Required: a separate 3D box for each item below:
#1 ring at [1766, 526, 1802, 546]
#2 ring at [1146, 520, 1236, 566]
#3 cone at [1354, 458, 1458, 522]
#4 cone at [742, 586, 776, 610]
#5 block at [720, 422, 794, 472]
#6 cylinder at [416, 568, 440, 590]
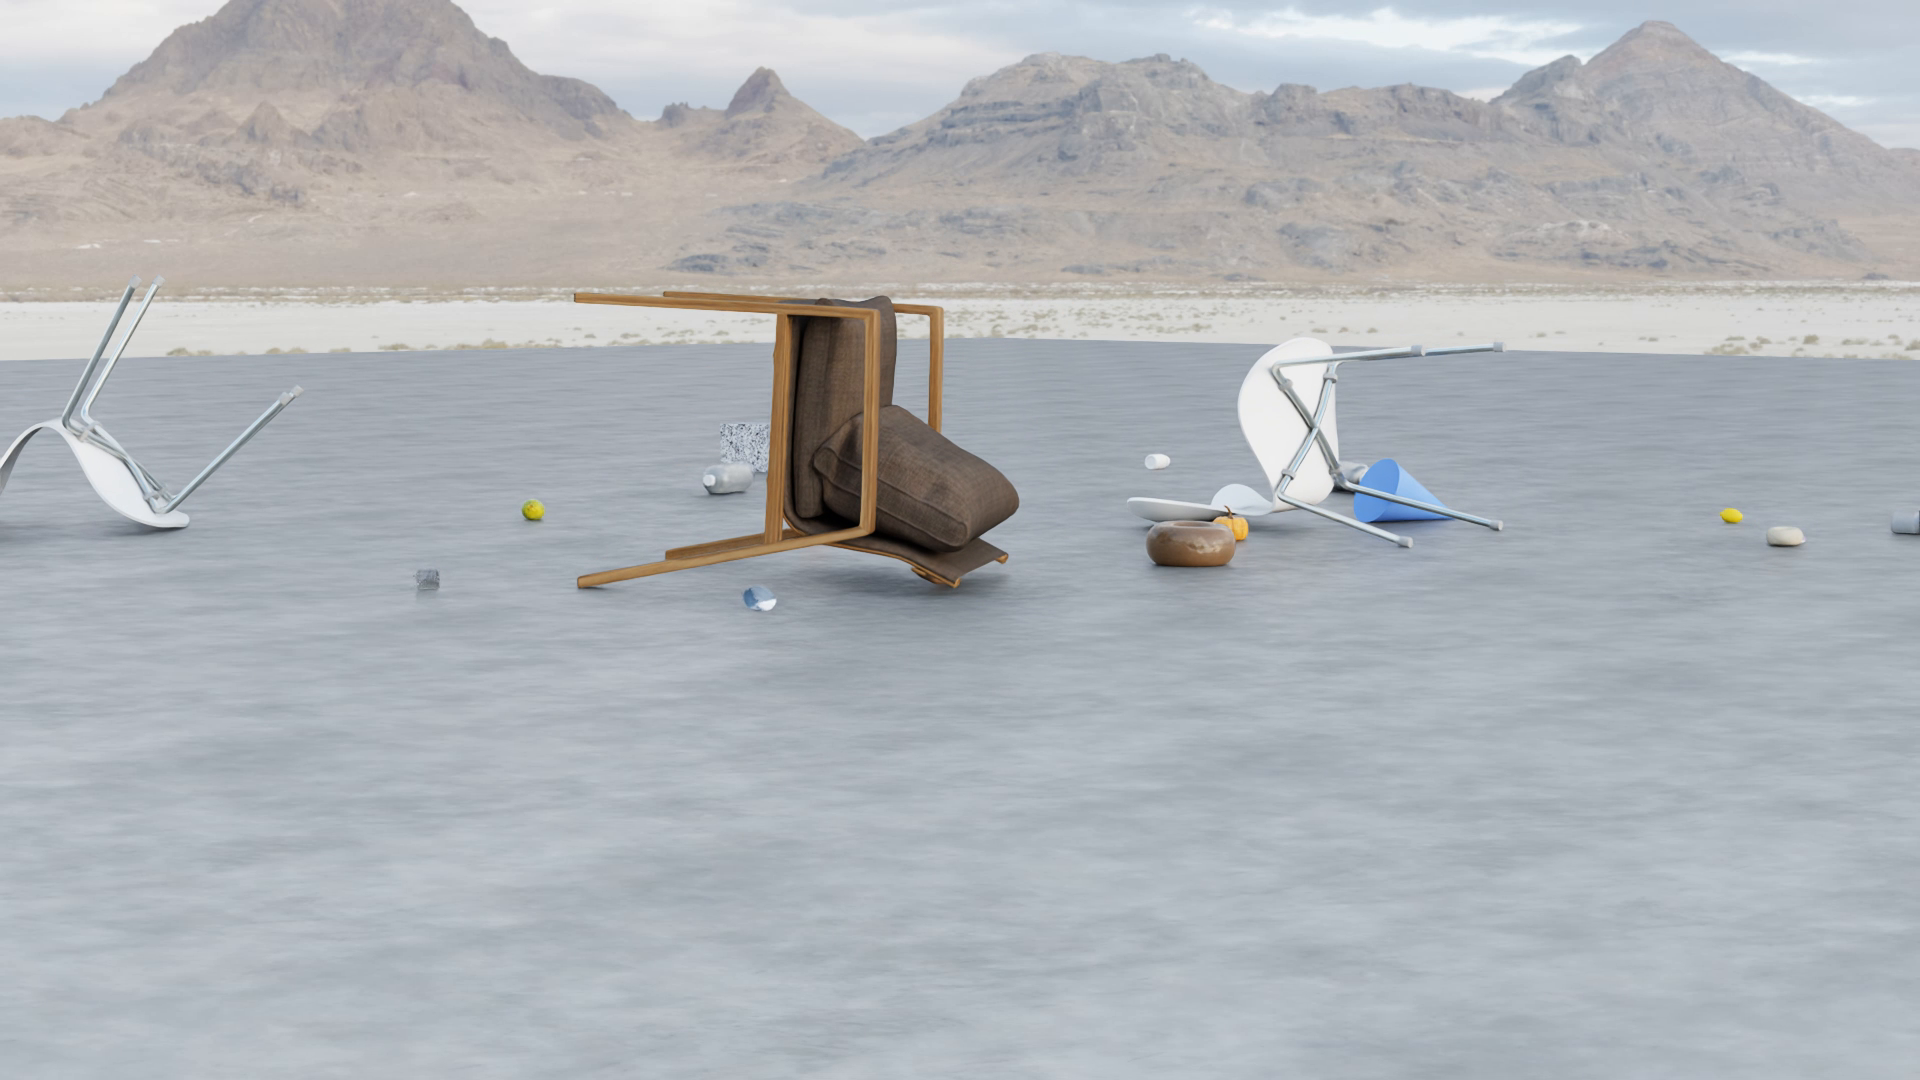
[{"bbox_3d":[2.029,-0.009,6.314,0.085,0.040,0.166,0,5,17],"label":"ring"},{"bbox_3d":[0.528,0.009,5.871,0.208,0.094,0.161,1,8,-4],"label":"ring"},{"bbox_3d":[1.236,-0.096,6.920,0.284,0.165,0.198,17,-42,-25],"label":"cone"},{"bbox_3d":[-0.402,0.126,5.085,0.068,0.057,0.035,-4,-32,-24],"label":"cone"},{"bbox_3d":[-0.687,-0.316,8.708,0.221,0.158,0.117,3,7,26],"label":"block"},{"bbox_3d":[-1.120,0.083,5.399,0.040,0.043,0.044,-2,42,-22],"label":"cylinder"}]
